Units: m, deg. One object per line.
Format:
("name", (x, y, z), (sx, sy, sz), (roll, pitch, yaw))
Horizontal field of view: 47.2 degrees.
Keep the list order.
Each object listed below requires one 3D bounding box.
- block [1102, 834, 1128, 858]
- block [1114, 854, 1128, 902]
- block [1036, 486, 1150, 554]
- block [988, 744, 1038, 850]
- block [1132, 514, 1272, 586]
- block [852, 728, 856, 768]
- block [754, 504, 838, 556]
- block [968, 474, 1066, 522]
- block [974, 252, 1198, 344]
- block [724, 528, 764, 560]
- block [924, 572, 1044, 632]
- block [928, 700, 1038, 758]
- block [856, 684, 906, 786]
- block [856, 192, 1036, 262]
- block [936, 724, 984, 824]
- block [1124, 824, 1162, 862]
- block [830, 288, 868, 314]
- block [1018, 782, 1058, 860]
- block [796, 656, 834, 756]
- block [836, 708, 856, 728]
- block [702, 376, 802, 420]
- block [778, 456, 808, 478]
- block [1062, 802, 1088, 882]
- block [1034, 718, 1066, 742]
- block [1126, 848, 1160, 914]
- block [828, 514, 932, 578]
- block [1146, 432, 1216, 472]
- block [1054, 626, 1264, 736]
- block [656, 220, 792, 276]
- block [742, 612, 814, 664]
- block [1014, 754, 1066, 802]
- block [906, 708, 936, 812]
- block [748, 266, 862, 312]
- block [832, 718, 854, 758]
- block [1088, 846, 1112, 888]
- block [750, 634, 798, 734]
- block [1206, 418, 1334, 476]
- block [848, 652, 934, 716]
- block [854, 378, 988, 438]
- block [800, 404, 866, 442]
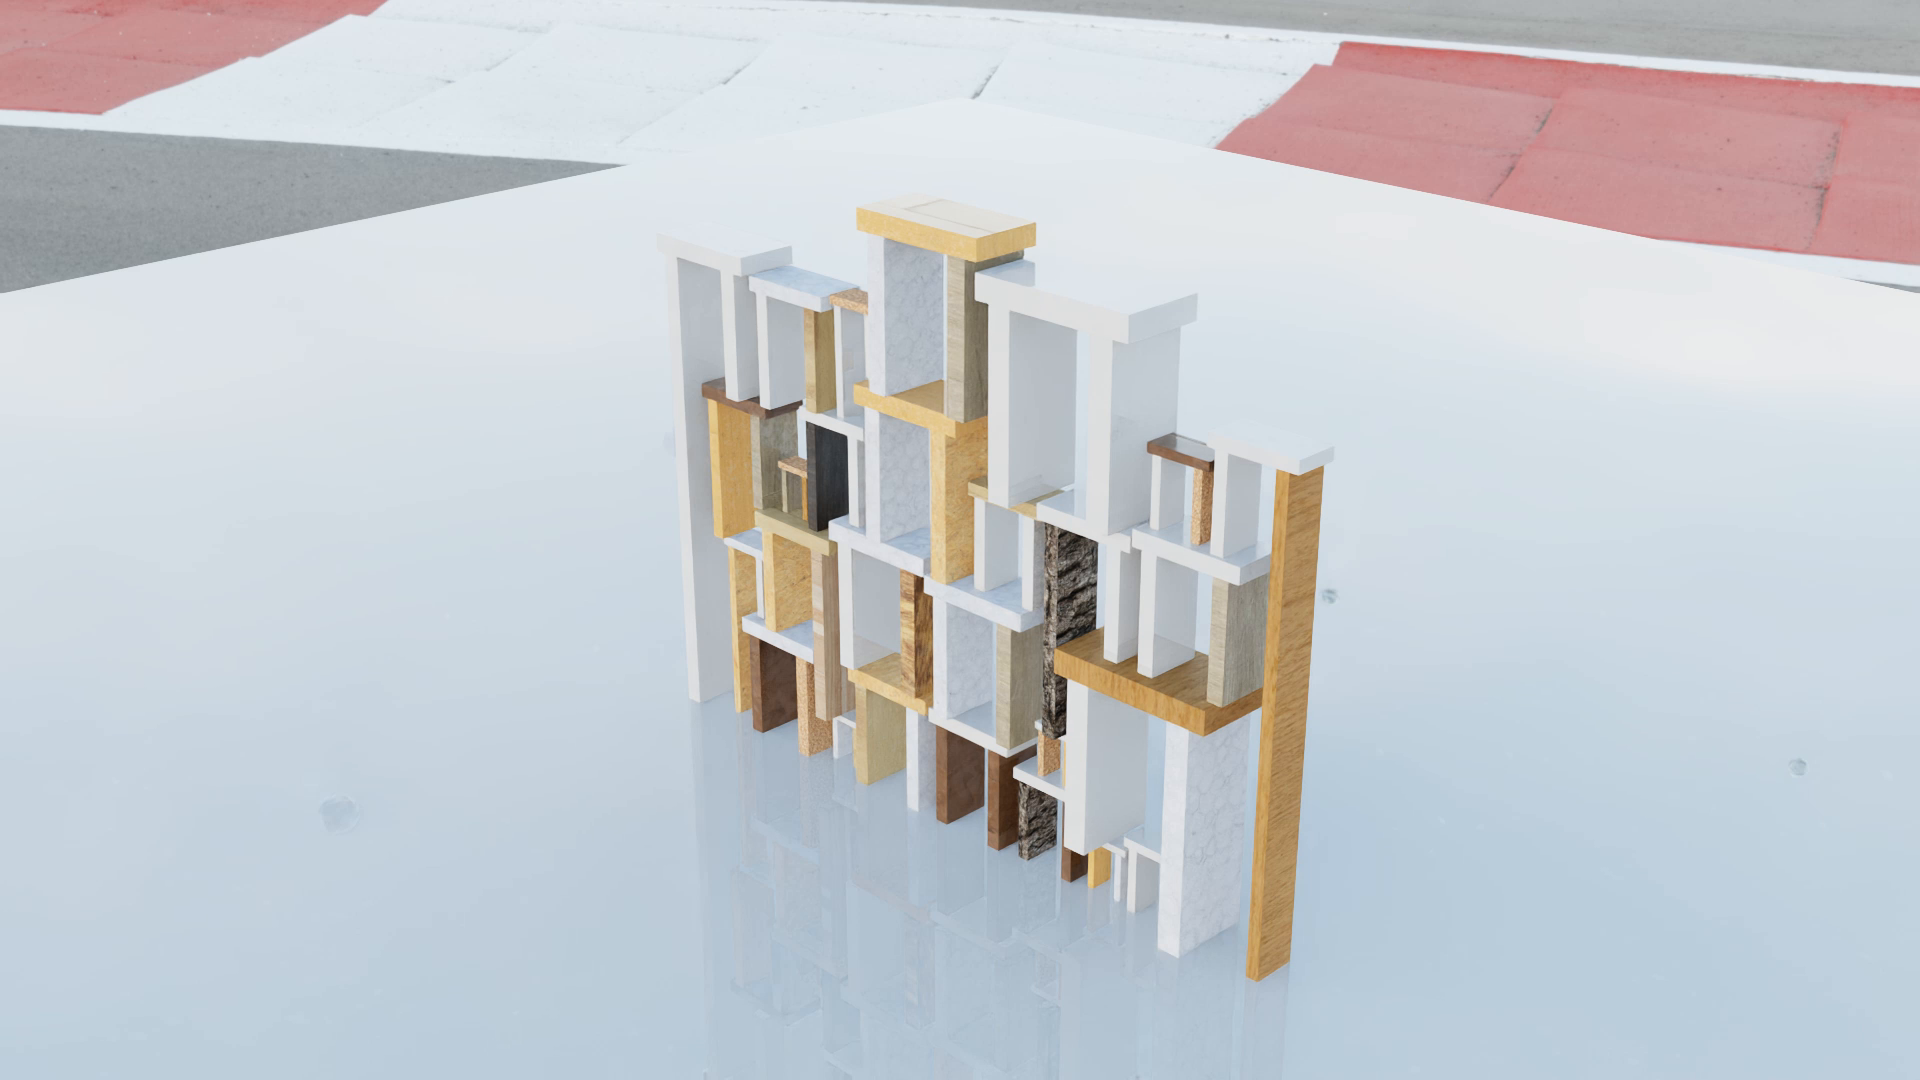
("block", (0.290, 0.567, 4.151), (0.050, 0.014, 0.100), (-21, 31, -41))
("block", (0.314, 0.628, 4.152), (0.014, 0.100, 0.050), (21, 31, 41))
("block", (0.256, -0.037, 3.926), (0.221, 0.031, 0.111), (22, 31, 40))
("block", (0.103, 0.493, 4.324), (0.030, 0.215, 0.108), (21, 31, 41))
("block", (0.423, 0.012, 3.770), (0.118, 0.033, 0.236), (-21, 31, -41))
("block", (-0.203, 0.430, 4.627), (0.013, 0.094, 0.047), (21, 31, 41))
("block", (-0.305, -0.030, 4.536), (0.115, 0.033, 0.230), (-21, 31, -41))
("block", (0.114, -0.084, 4.072), (0.186, 0.026, 0.093), (21, 31, 41))
("block", (0.216, -0.422, 3.814), (0.179, 0.051, 0.357), (-22, 31, -40))
("block", (-0.434, 0.009, 4.700), (0.068, 0.019, 0.137), (-21, 31, -41))
("block", (0.066, 0.102, 4.190), (0.256, 0.036, 0.128), (21, 31, 41))
("block", (0.052, 0.360, 4.323), (0.215, 0.030, 0.108), (21, 31, 41))
("block", (-0.163, 0.385, 4.563), (0.032, 0.227, 0.113), (21, 31, 41))
("block", (-0.027, -0.572, 4.004), (0.309, 0.044, 0.154), (21, 31, 40))
("block", (0.001, 0.453, 4.417), (0.108, 0.215, 0.030), (-21, 31, -41))
("block", (0.375, 0.568, 4.057), (0.133, 0.019, 0.067), (21, 31, 41))
("block", (-0.185, -0.457, 4.230), (0.128, 0.018, 0.064), (21, 31, 40))
("block", (0.153, 0.533, 4.289), (0.024, 0.169, 0.085), (21, 31, 41))
("block", (-0.292, 0.336, 4.677), (0.032, 0.228, 0.114), (21, 31, 41))
("block", (-0.225, 0.372, 4.627), (0.047, 0.013, 0.094), (-21, 31, -41))
("block", (-0.433, -0.300, 4.572), (0.204, 0.029, 0.102), (21, 31, 41))
("block", (-0.324, -0.149, 4.517), (0.047, 0.013, 0.094), (-21, 31, -41))
("block", (0.233, 0.564, 4.215), (0.024, 0.169, 0.085), (21, 31, 41))
("block", (0.194, 0.357, 4.158), (0.097, 0.014, 0.049), (21, 31, 41))
("block", (0.343, 0.626, 4.115), (0.019, 0.133, 0.067), (21, 31, 41))
("block", (-0.119, -0.001, 4.358), (0.135, 0.038, 0.271), (-21, 31, -41))
("block", (0.392, -0.149, 3.736), (0.068, 0.019, 0.136), (-21, 31, -41))
("block", (0.357, 0.243, 3.936), (0.175, 0.050, 0.350), (-21, 31, -41))
("block", (-0.482, -0.597, 4.493), (0.135, 0.038, 0.270), (-21, 31, -40))
("block", (-0.346, 0.196, 4.676), (0.228, 0.032, 0.114), (21, 31, 41))
("block", (0.193, 0.459, 4.214), (0.169, 0.024, 0.085), (21, 31, 41))
("block", (-0.056, 0.427, 4.464), (0.032, 0.227, 0.113), (21, 31, 41))
("block", (-0.307, -0.497, 4.346), (0.213, 0.030, 0.107), (21, 31, 41))
("block", (-0.247, 0.413, 4.668), (0.013, 0.094, 0.047), (21, 31, 41))
("block", (0.267, 0.610, 4.195), (0.014, 0.100, 0.050), (21, 31, 41))
("block", (-0.399, 0.294, 4.776), (0.032, 0.228, 0.114), (21, 31, 41))
("block", (0.508, -0.154, 3.604), (0.188, 0.027, 0.094), (21, 31, 41))
("block", (-0.109, 0.287, 4.463), (0.227, 0.032, 0.113), (21, 31, 41))
("block", (-0.058, -0.262, 4.172), (0.274, 0.039, 0.137), (21, 31, 40))
("block", (-0.221, -0.243, 4.364), (0.187, 0.027, 0.094), (21, 31, 41))
